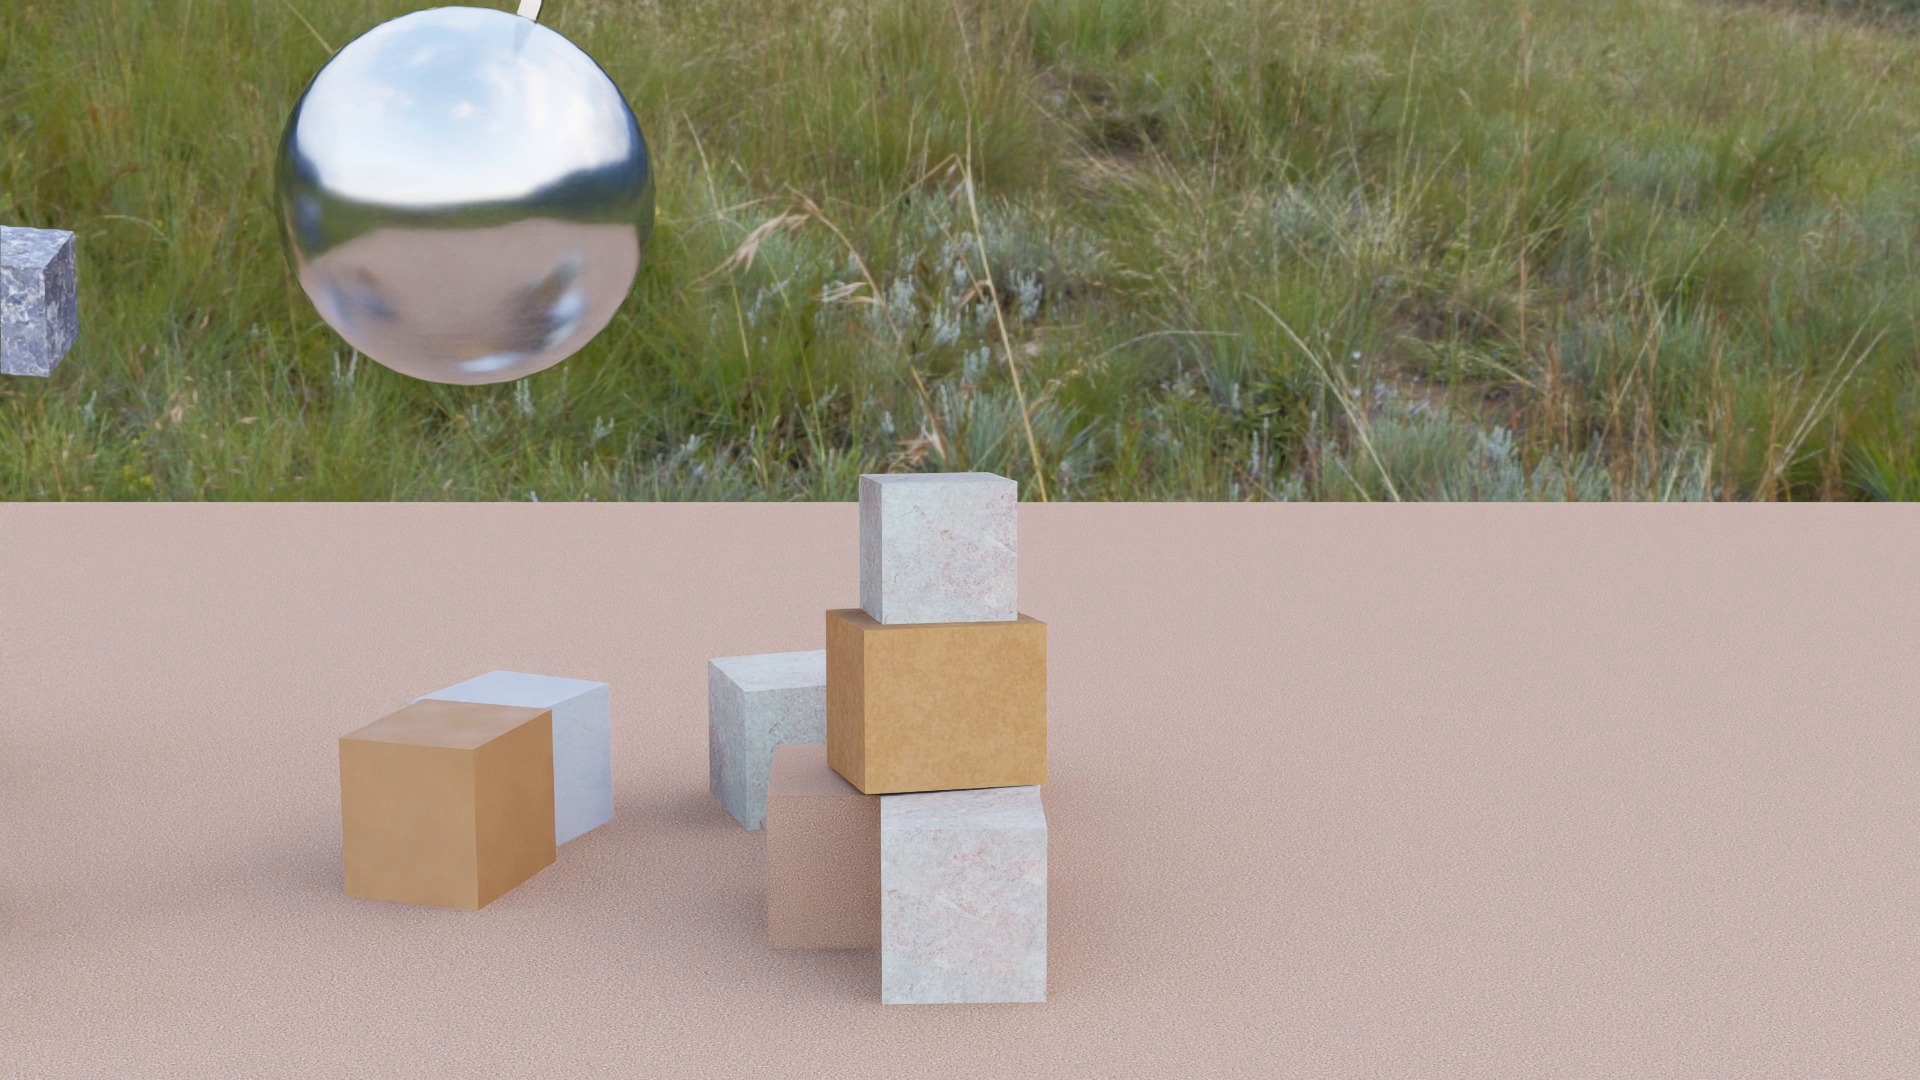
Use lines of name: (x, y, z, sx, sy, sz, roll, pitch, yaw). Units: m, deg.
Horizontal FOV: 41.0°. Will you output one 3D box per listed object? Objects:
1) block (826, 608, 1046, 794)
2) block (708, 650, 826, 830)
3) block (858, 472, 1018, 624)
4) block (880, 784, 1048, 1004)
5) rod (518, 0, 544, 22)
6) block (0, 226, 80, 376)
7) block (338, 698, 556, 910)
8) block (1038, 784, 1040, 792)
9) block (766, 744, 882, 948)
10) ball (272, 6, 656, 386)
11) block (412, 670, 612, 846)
block: (-0.106, 0.635, 10.505, 0.749, 0.650, 0.699, -2, 6, -15)
block: (-0.819, 0.956, 12.430, 0.636, 0.672, 0.729, -4, 11, -19)
block: (-0.095, 0.025, 10.519, 0.551, 0.561, 0.547, -1, 6, -12)
block: (0.006, 1.376, 10.069, 0.629, 0.690, 0.636, 0, 10, -2)
rod: (-0.909, -4.592, 10.345, 0.080, 5.200, 0.080, 20, 10, -4)
block: (-3.927, -0.988, 10.518, 0.477, 0.464, 0.479, 4, 24, -5)
block: (-2.241, 1.148, 11.278, 0.640, 0.706, 0.739, 3, 11, 17)
block: (-0.001, 1.132, 11.540, 0.685, 0.643, 0.664, 0, 10, -1)
block: (-0.431, 1.272, 10.775, 0.713, 0.641, 0.796, 0, 10, -1)
ball: (-2.098, -1.458, 10.915, 1.600, 1.600, 1.600, 0, 10, 0)
block: (-2.087, 1.035, 12.002, 0.638, 0.670, 0.666, 5, 11, 25)
